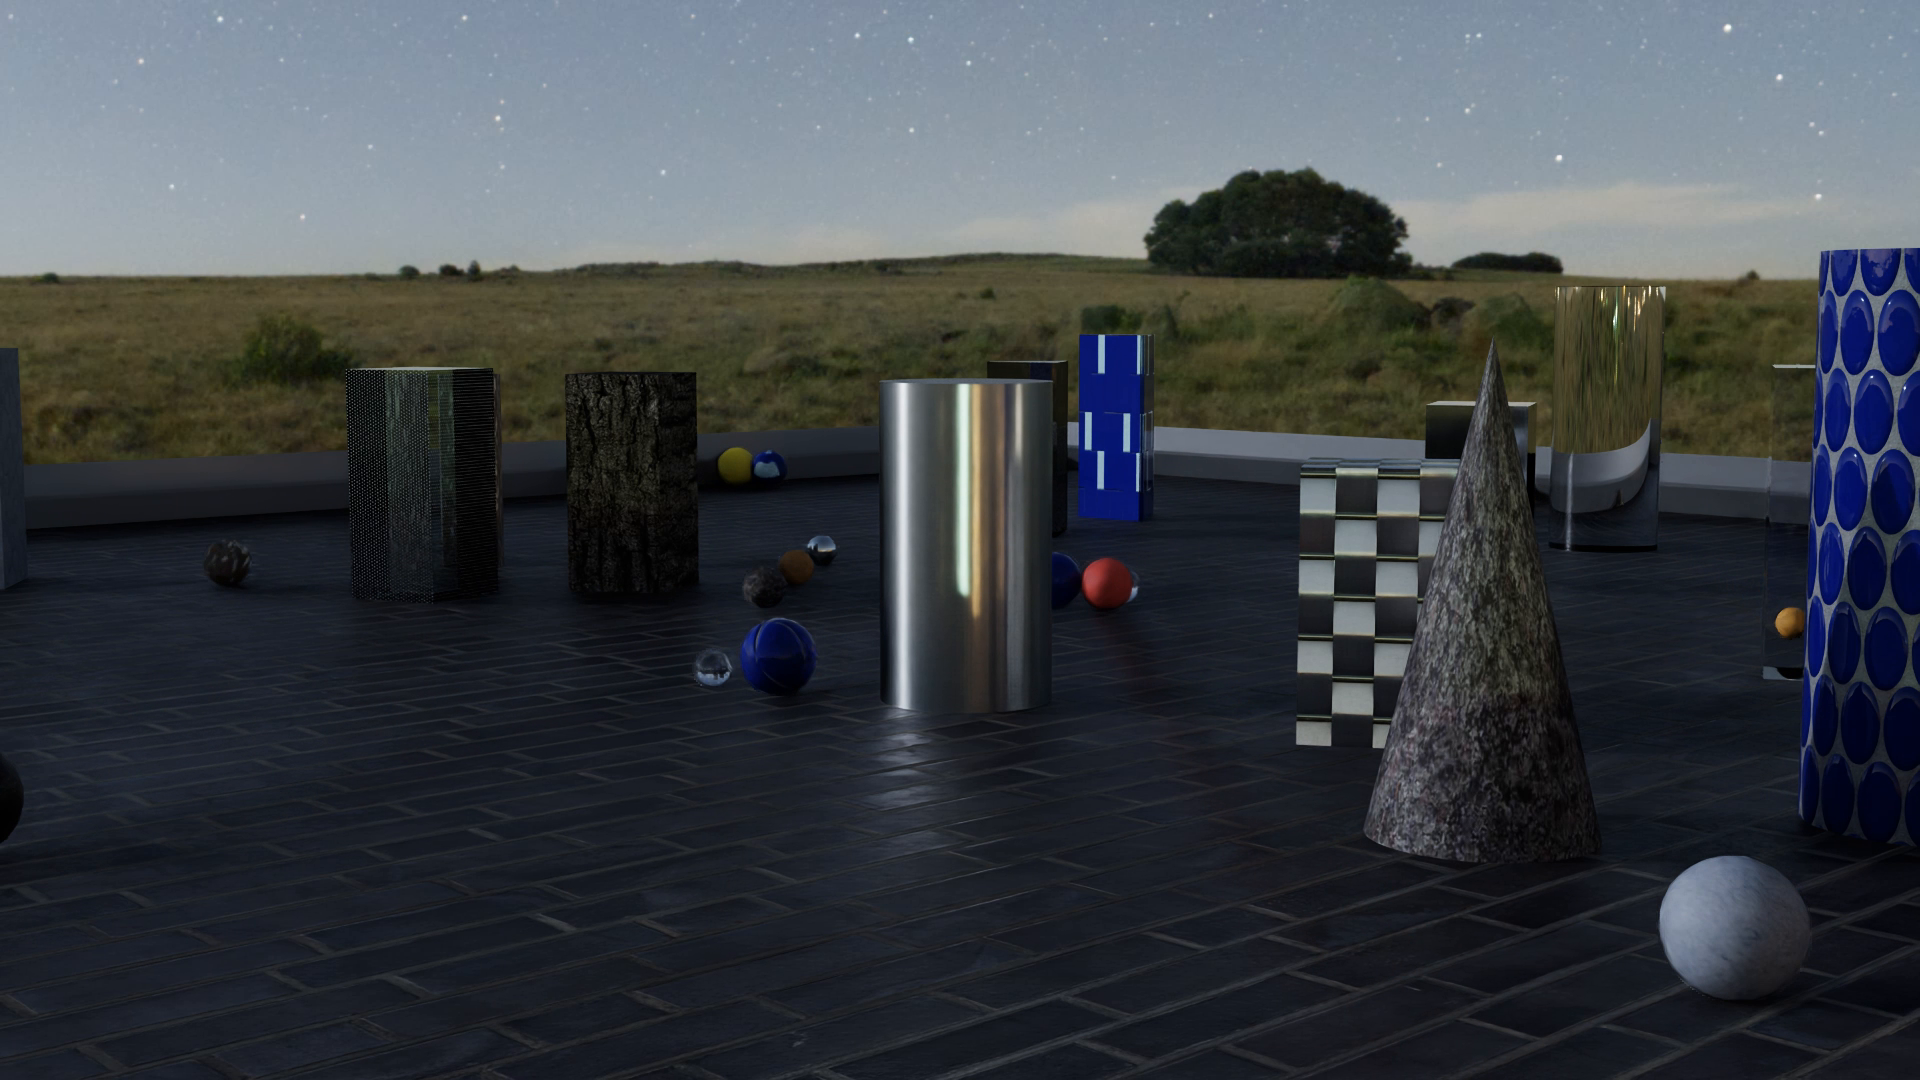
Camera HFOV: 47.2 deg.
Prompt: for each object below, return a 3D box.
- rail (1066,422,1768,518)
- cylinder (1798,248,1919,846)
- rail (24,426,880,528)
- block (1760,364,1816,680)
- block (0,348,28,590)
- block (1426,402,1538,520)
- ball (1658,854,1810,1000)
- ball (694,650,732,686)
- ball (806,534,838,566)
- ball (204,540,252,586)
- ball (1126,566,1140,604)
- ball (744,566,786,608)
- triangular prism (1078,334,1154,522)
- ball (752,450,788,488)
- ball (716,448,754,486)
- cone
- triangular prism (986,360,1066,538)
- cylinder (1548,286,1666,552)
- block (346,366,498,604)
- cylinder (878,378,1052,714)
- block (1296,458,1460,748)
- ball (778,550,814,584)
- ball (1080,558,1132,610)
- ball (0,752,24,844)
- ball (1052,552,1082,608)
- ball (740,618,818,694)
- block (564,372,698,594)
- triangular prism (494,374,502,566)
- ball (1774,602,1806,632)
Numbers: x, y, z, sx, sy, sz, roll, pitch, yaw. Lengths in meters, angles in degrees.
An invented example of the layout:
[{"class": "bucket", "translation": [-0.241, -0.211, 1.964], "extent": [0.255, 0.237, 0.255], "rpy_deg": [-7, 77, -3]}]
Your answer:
[{"class": "rail", "translation": [1.605, -0.120, 4.805], "extent": [0.045, 0.129, 4.308], "rpy_deg": [-5, 8, -42]}, {"class": "cylinder", "translation": [0.838, 0.000, 1.898], "extent": [0.198, 0.495, 0.198], "rpy_deg": [0, 6, 0]}, {"class": "rail", "translation": [-1.445, -0.129, 4.889], "extent": [4.415, 0.129, 0.045], "rpy_deg": [-5, 8, -42]}, {"class": "block", "translation": [1.076, -0.024, 2.699], "extent": [0.159, 0.376, 0.159], "rpy_deg": [2, 6, 19]}, {"class": "block", "translation": [-1.625, -0.118, 3.572], "extent": [0.159, 0.383, 0.159], "rpy_deg": [-1, 6, -10]}, {"class": "block", "translation": [0.844, -0.074, 3.567], "extent": [0.159, 0.295, 0.159], "rpy_deg": [2, 6, 19]}, {"class": "ball", "translation": [0.502, 0.251, 1.426], "extent": [0.093, 0.093, 0.093], "rpy_deg": [0, 6, 0]}, {"class": "ball", "translation": [-0.294, 0.153, 2.611], "extent": [0.044, 0.044, 0.044], "rpy_deg": [0, 6, 0]}, {"class": "ball", "translation": [-0.241, 0.018, 3.844], "extent": [0.055, 0.055, 0.055], "rpy_deg": [0, 6, 0]}, {"class": "ball", "translation": [-1.191, 0.036, 3.575], "extent": [0.075, 0.075, 0.075], "rpy_deg": [0, 6, 0]}, {"class": "ball", "translation": [0.243, 0.068, 3.339], "extent": [0.061, 0.061, 0.061], "rpy_deg": [0, 6, 0]}, {"class": "ball", "translation": [-0.293, 0.070, 3.305], "extent": [0.064, 0.064, 0.064], "rpy_deg": [0, 6, 0]}, {"class": "triangular prism", "translation": [0.371, -0.247, 4.754], "extent": [0.172, 0.393, 0.149], "rpy_deg": [5, 8, 42]}, {"class": "ball", "translation": [-0.482, -0.180, 5.562], "extent": [0.093, 0.093, 0.093], "rpy_deg": [0, 6, 0]}, {"class": "ball", "translation": [-0.570, -0.187, 5.599], "extent": [0.099, 0.099, 0.099], "rpy_deg": [0, 6, 0]}, {"class": "cone", "translation": [0.445, 0.040, 1.854], "extent": [0.198, 0.425, 0.198], "rpy_deg": [0, 6, 0]}, {"class": "triangular prism", "translation": [0.168, -0.187, 4.425], "extent": [0.172, 0.343, 0.149], "rpy_deg": [5, 8, 40]}, {"class": "cylinder", "translation": [1.214, -0.230, 4.130], "extent": [0.198, 0.489, 0.198], "rpy_deg": [0, 6, 0]}, {"class": "block", "translation": [-0.839, -0.090, 3.437], "extent": [0.159, 0.355, 0.159], "rpy_deg": [3, 7, 25]}, {"class": "cylinder", "translation": [0.007, 0.001, 2.520], "extent": [0.198, 0.365, 0.198], "rpy_deg": [0, 6, 0]}, {"class": "block", "translation": [0.441, 0.062, 2.309], "extent": [0.159, 0.286, 0.159], "rpy_deg": [1, 6, 12]}, {"class": "ball", "translation": [-0.267, 0.044, 3.581], "extent": [0.058, 0.058, 0.058], "rpy_deg": [0, 6, 0]}, {"class": "ball", "translation": [0.218, 0.066, 3.274], "extent": [0.078, 0.078, 0.078], "rpy_deg": [0, 6, 0]}, {"class": "ball", "translation": [-0.813, 0.211, 1.786], "extent": [0.098, 0.098, 0.098], "rpy_deg": [0, 6, 0]}, {"class": "ball", "translation": [0.141, 0.061, 3.298], "extent": [0.084, 0.084, 0.084], "rpy_deg": [0, 6, 0]}, {"class": "ball", "translation": [-0.210, 0.135, 2.556], "extent": [0.089, 0.089, 0.089], "rpy_deg": [0, 6, 0]}, {"class": "block", "translation": [-0.528, -0.097, 3.553], "extent": [0.159, 0.344, 0.159], "rpy_deg": [2, 6, 15]}, {"class": "triangular prism", "translation": [-0.880, -0.129, 3.906], "extent": [0.172, 0.335, 0.149], "rpy_deg": [0, 6, 4]}, {"class": "ball", "translation": [1.155, 0.107, 3.056], "extent": [0.042, 0.042, 0.042], "rpy_deg": [0, 6, 0]}]
